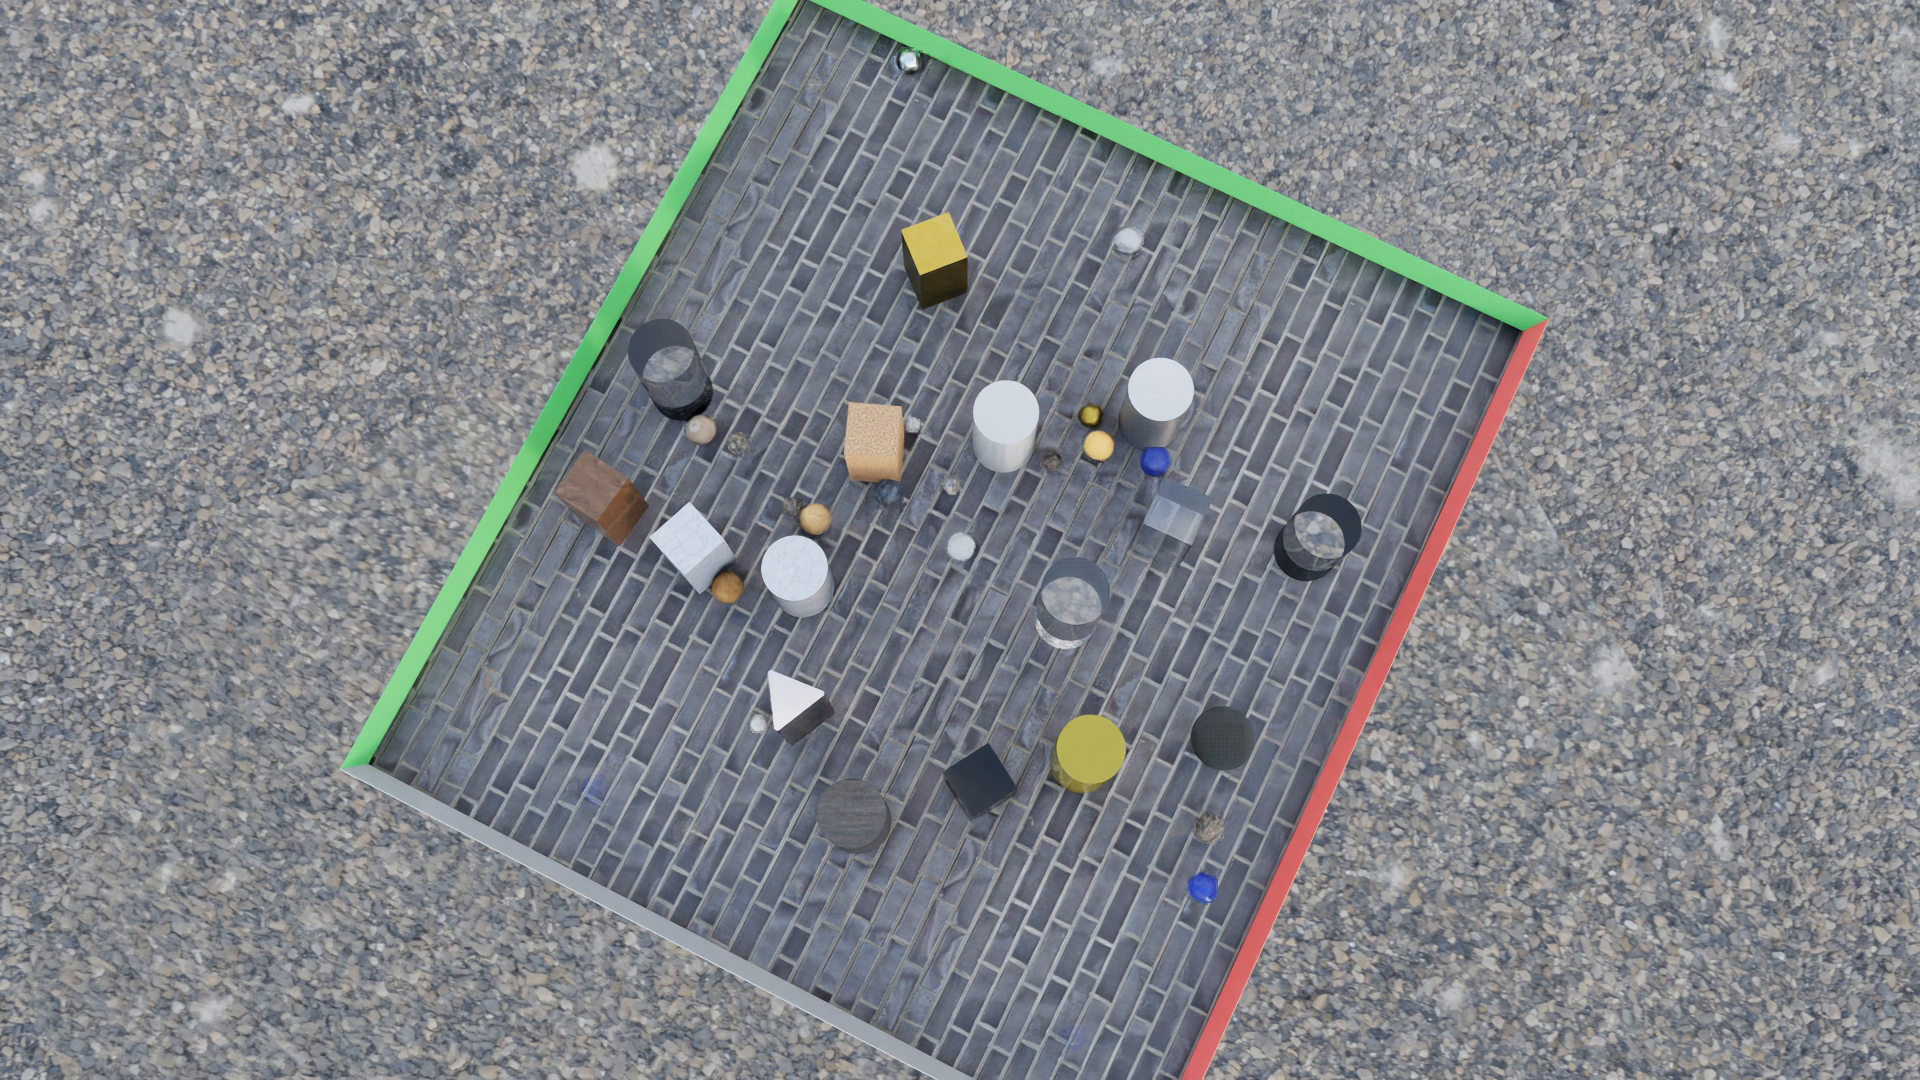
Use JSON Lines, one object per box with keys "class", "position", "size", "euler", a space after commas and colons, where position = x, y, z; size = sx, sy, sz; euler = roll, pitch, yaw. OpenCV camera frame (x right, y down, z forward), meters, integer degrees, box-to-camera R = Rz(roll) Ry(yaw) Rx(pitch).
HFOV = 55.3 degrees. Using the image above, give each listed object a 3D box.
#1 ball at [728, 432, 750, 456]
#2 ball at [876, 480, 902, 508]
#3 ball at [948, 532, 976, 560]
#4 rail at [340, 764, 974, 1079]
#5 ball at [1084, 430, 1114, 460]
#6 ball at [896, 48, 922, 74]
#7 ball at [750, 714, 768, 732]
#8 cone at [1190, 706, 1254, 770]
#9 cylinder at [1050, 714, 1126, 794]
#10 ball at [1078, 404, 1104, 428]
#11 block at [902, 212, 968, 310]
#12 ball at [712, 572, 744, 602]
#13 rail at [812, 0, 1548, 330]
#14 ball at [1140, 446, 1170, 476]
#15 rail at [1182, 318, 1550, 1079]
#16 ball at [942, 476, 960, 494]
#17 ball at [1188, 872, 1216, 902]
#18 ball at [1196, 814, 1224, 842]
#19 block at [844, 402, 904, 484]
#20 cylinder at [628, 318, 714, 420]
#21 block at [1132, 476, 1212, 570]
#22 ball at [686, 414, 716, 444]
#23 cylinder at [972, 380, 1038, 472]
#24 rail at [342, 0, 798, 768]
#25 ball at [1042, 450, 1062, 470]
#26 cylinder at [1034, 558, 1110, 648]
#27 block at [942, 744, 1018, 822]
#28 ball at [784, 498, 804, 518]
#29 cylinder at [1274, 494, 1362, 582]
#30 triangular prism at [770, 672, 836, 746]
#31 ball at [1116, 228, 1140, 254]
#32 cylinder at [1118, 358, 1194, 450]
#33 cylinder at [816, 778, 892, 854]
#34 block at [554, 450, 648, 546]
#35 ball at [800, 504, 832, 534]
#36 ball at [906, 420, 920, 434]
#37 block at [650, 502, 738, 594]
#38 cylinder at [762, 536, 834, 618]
{"class": "ball", "position": [-0.680, -0.294, 5.641], "size": [0.072, 0.072, 0.072], "euler": [0, 78, 0]}
{"class": "ball", "position": [-0.217, -0.141, 5.603], "size": [0.084, 0.084, 0.084], "euler": [0, 78, 0]}
{"class": "ball", "position": [0.004, 0.019, 5.570], "size": [0.084, 0.084, 0.084], "euler": [0, 78, 0]}
{"class": "rail", "position": [-0.628, 1.236, 5.296], "size": [2.625, 0.125, 0.045], "euler": [26, 80, 5]}
{"class": "ball", "position": [0.426, -0.291, 5.630], "size": [0.092, 0.092, 0.092], "euler": [0, 78, 0]}
{"class": "ball", "position": [-0.164, -1.540, 5.893], "size": [0.083, 0.083, 0.083], "euler": [0, 78, 0]}
{"class": "ball", "position": [-0.601, 0.547, 5.477], "size": [0.052, 0.052, 0.052], "euler": [0, 78, 0]}
{"class": "cone", "position": [0.788, 0.554, 5.298], "size": [0.192, 0.399, 0.192], "euler": [0, 78, 0]}
{"class": "cylinder", "position": [0.364, 0.621, 5.283], "size": [0.192, 0.401, 0.192], "euler": [0, 78, 0]}
{"class": "ball", "position": [0.404, -0.384, 5.657], "size": [0.076, 0.076, 0.076], "euler": [0, 78, 0]}
{"class": "block", "position": [-0.077, -0.854, 5.632], "size": [0.154, 0.316, 0.154], "euler": [-21, 79, -4]}
{"class": "ball", "position": [-0.701, 0.142, 5.538], "size": [0.096, 0.096, 0.096], "euler": [0, 78, 0]}
{"class": "rail", "position": [0.628, -1.223, 5.805], "size": [2.625, 0.125, 0.045], "euler": [26, 80, 5]}
{"class": "ball", "position": [0.597, -0.240, 5.620], "size": [0.091, 0.091, 0.091], "euler": [0, 78, 0]}
{"class": "rail", "position": [1.153, 0.571, 5.434], "size": [0.045, 0.125, 2.854], "euler": [26, 80, 5]}
{"class": "ball", "position": [-0.026, -0.167, 5.623], "size": [0.056, 0.056, 0.056], "euler": [0, 78, 0]}
{"class": "ball", "position": [0.709, 1.016, 5.363], "size": [0.084, 0.084, 0.084], "euler": [0, 78, 0]}
{"class": "ball", "position": [0.734, 0.851, 5.399], "size": [0.081, 0.081, 0.081], "euler": [0, 78, 0]}
{"class": "block", "position": [-0.254, -0.287, 5.502], "size": [0.154, 0.340, 0.154], "euler": [5, 78, 1]}
{"class": "cylinder", "position": [-0.865, -0.507, 5.508], "size": [0.192, 0.417, 0.192], "euler": [0, 78, 0]}
{"class": "block", "position": [0.625, -0.047, 5.437], "size": [0.154, 0.370, 0.154], "euler": [25, 79, 5]}
{"class": "ball", "position": [-0.796, -0.341, 5.640], "size": [0.093, 0.093, 0.093], "euler": [0, 78, 0]}
{"class": "cylinder", "position": [0.134, -0.337, 5.508], "size": [0.192, 0.350, 0.192], "euler": [0, 78, 0]}
{"class": "rail", "position": [-1.153, -0.558, 5.667], "size": [0.045, 0.125, 2.854], "euler": [26, 80, 5]}
{"class": "ball", "position": [0.284, -0.244, 5.636], "size": [0.061, 0.061, 0.061], "euler": [0, 78, 0]}
{"class": "cylinder", "position": [0.322, 0.189, 5.337], "size": [0.192, 0.471, 0.192], "euler": [0, 78, 0]}
{"class": "block", "position": [0.057, 0.708, 5.318], "size": [0.154, 0.297, 0.154], "euler": [-32, 80, -6]}
{"class": "ball", "position": [-0.509, -0.098, 5.605], "size": [0.061, 0.061, 0.061], "euler": [0, 78, 0]}
{"class": "cylinder", "position": [1.056, -0.004, 5.434], "size": [0.192, 0.359, 0.192], "euler": [0, 78, 0]}
{"class": "triangular prism", "position": [-0.485, 0.464, 5.287], "size": [0.167, 0.458, 0.144], "euler": [-37, 81, -7]}
{"class": "ball", "position": [0.530, -0.942, 5.770], "size": [0.080, 0.080, 0.080], "euler": [0, 78, 0]}
{"class": "cylinder", "position": [0.587, -0.405, 5.522], "size": [0.192, 0.349, 0.192], "euler": [0, 78, 0]}
{"class": "cylinder", "position": [-0.300, 0.794, 5.248], "size": [0.192, 0.400, 0.192], "euler": [0, 78, 0]}
{"class": "block", "position": [-1.064, -0.121, 5.458], "size": [0.154, 0.360, 0.154], "euler": [33, 80, 6]}
{"class": "ball", "position": [-0.439, -0.063, 5.581], "size": [0.095, 0.095, 0.095], "euler": [0, 78, 0]}
{"class": "ball", "position": [-0.146, -0.351, 5.666], "size": [0.045, 0.045, 0.045], "euler": [0, 78, 0]}
{"class": "block", "position": [-0.789, 0.028, 5.448], "size": [0.154, 0.318, 0.154], "euler": [-42, 81, -8]}
{"class": "cylinder", "position": [-0.478, 0.111, 5.441], "size": [0.192, 0.299, 0.192], "euler": [0, 78, 0]}
